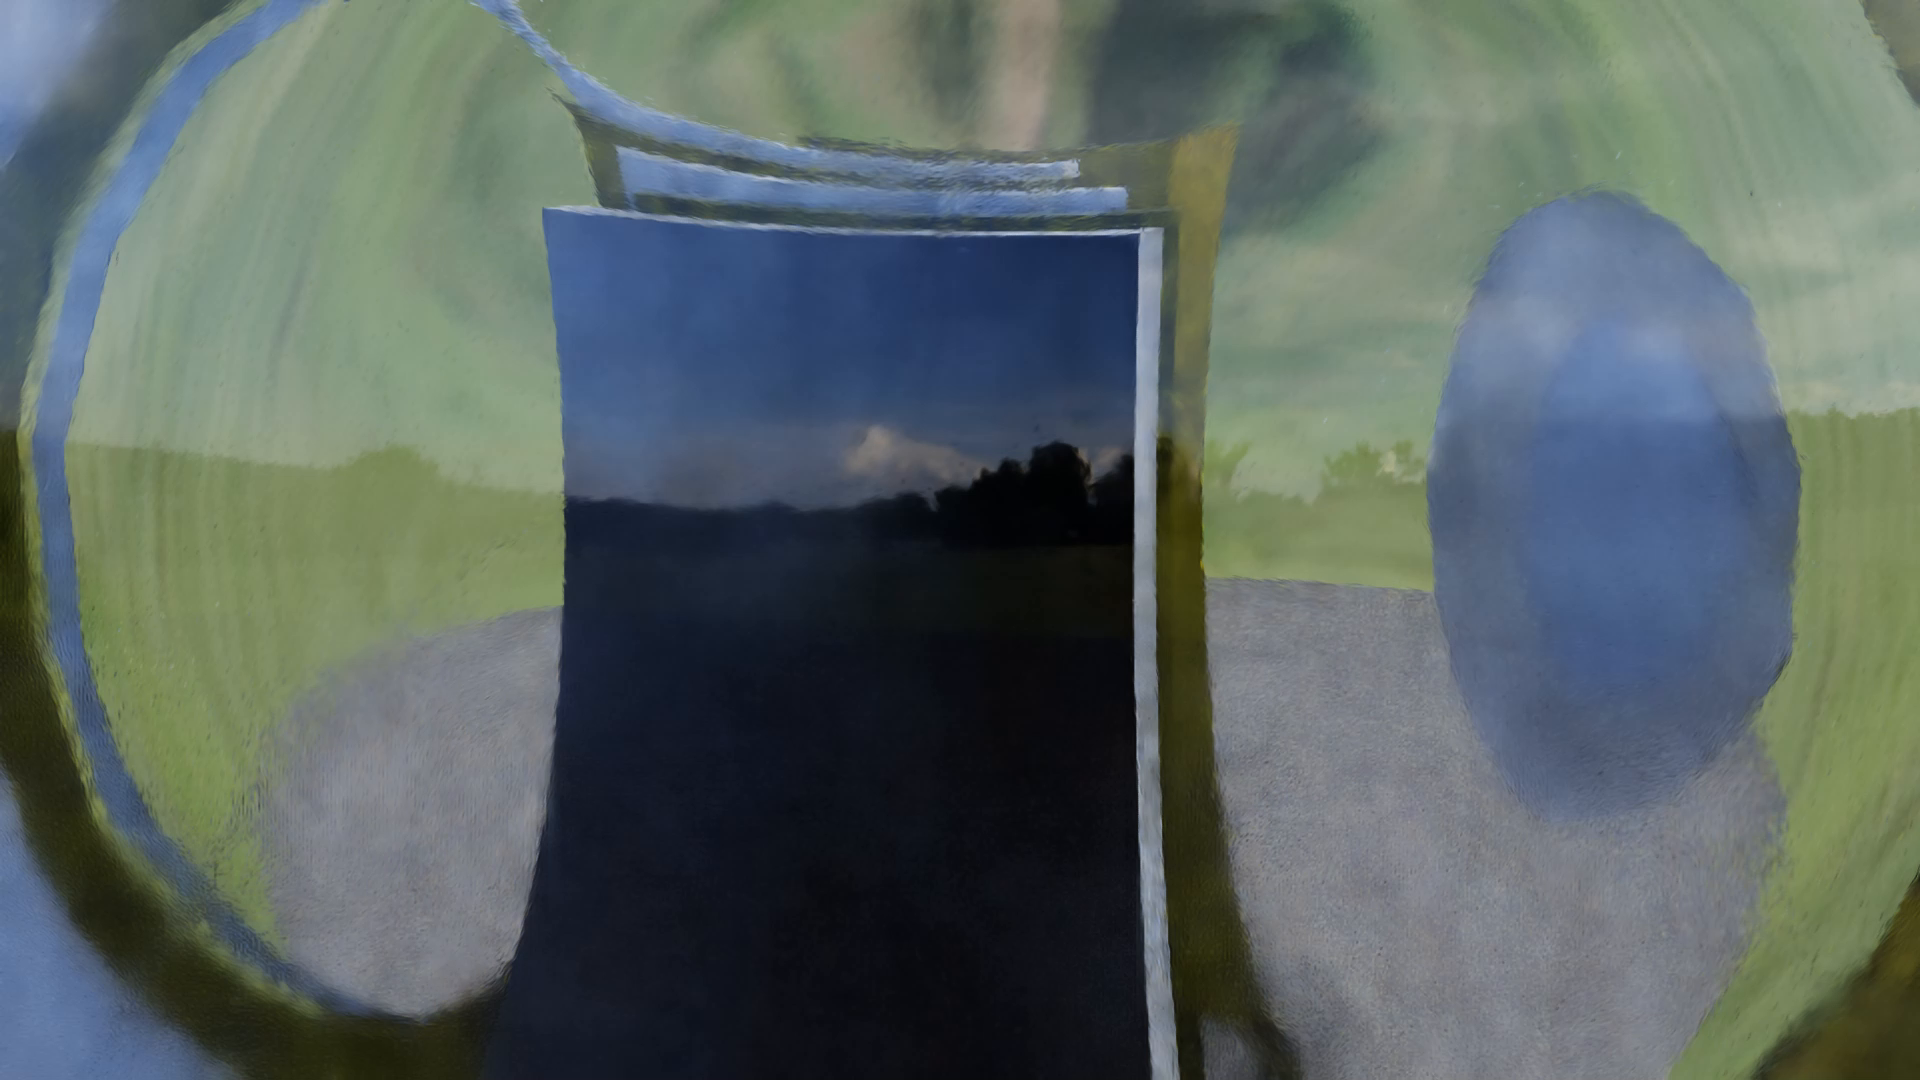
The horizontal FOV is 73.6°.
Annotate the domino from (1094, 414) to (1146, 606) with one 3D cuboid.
[{"bbox_3d":[0.043,-0.009,0.348,0.009,0.050,0.025,0,4,-2],"label":"domino"}]

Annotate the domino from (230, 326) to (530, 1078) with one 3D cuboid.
[{"bbox_3d":[-0.040,0.009,0.095,0.009,0.025,0.050,-5,46,-11],"label":"domino"}]

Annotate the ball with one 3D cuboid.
[{"bbox_3d":[0.002,-0.001,0.053,0.080,0.080,0.080,0,4,0],"label":"ball"}]

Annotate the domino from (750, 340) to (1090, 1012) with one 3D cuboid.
[{"bbox_3d":[-0.003,0.010,0.101,0.025,0.050,0.009,1,4,9],"label":"domino"}]

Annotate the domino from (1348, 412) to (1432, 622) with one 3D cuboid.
[{"bbox_3d":[0.107,-0.006,0.319,0.009,0.050,0.025,4,6,41],"label":"domino"}]

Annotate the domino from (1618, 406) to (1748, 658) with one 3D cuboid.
[{"bbox_3d":[0.144,-0.002,0.261,0.025,0.050,0.009,0,4,-7],"label":"domino"}]

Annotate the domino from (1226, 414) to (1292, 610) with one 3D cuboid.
[{"bbox_3d":[0.079,-0.008,0.338,0.010,0.050,0.025,2,5,29],"label":"domino"}]

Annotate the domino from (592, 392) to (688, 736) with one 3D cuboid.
[{"bbox_3d":[-0.049,0.003,0.198,0.010,0.050,0.025,0,4,-5],"label":"domino"}]

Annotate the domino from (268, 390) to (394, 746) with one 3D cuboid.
[{"bbox_3d":[-0.094,0.003,0.192,0.009,0.050,0.025,-1,4,-12],"label":"domino"}]

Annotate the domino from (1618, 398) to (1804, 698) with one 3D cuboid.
[{"bbox_3d":[0.132,0.001,0.226,0.009,0.050,0.025,-4,6,-43],"label":"domino"}]

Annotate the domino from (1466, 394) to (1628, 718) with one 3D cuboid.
[{"bbox_3d":[0.095,0.002,0.210,0.009,0.050,0.025,-1,4,-13],"label":"domino"}]

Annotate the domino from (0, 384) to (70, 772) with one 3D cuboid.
[{"bbox_3d":[-0.130,0.004,0.176,0.009,0.050,0.025,-4,6,-39],"label":"domino"}]

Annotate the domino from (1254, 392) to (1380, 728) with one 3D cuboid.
[{"bbox_3d":[0.056,0.002,0.204,0.010,0.050,0.025,0,4,-6],"label":"domino"}]
